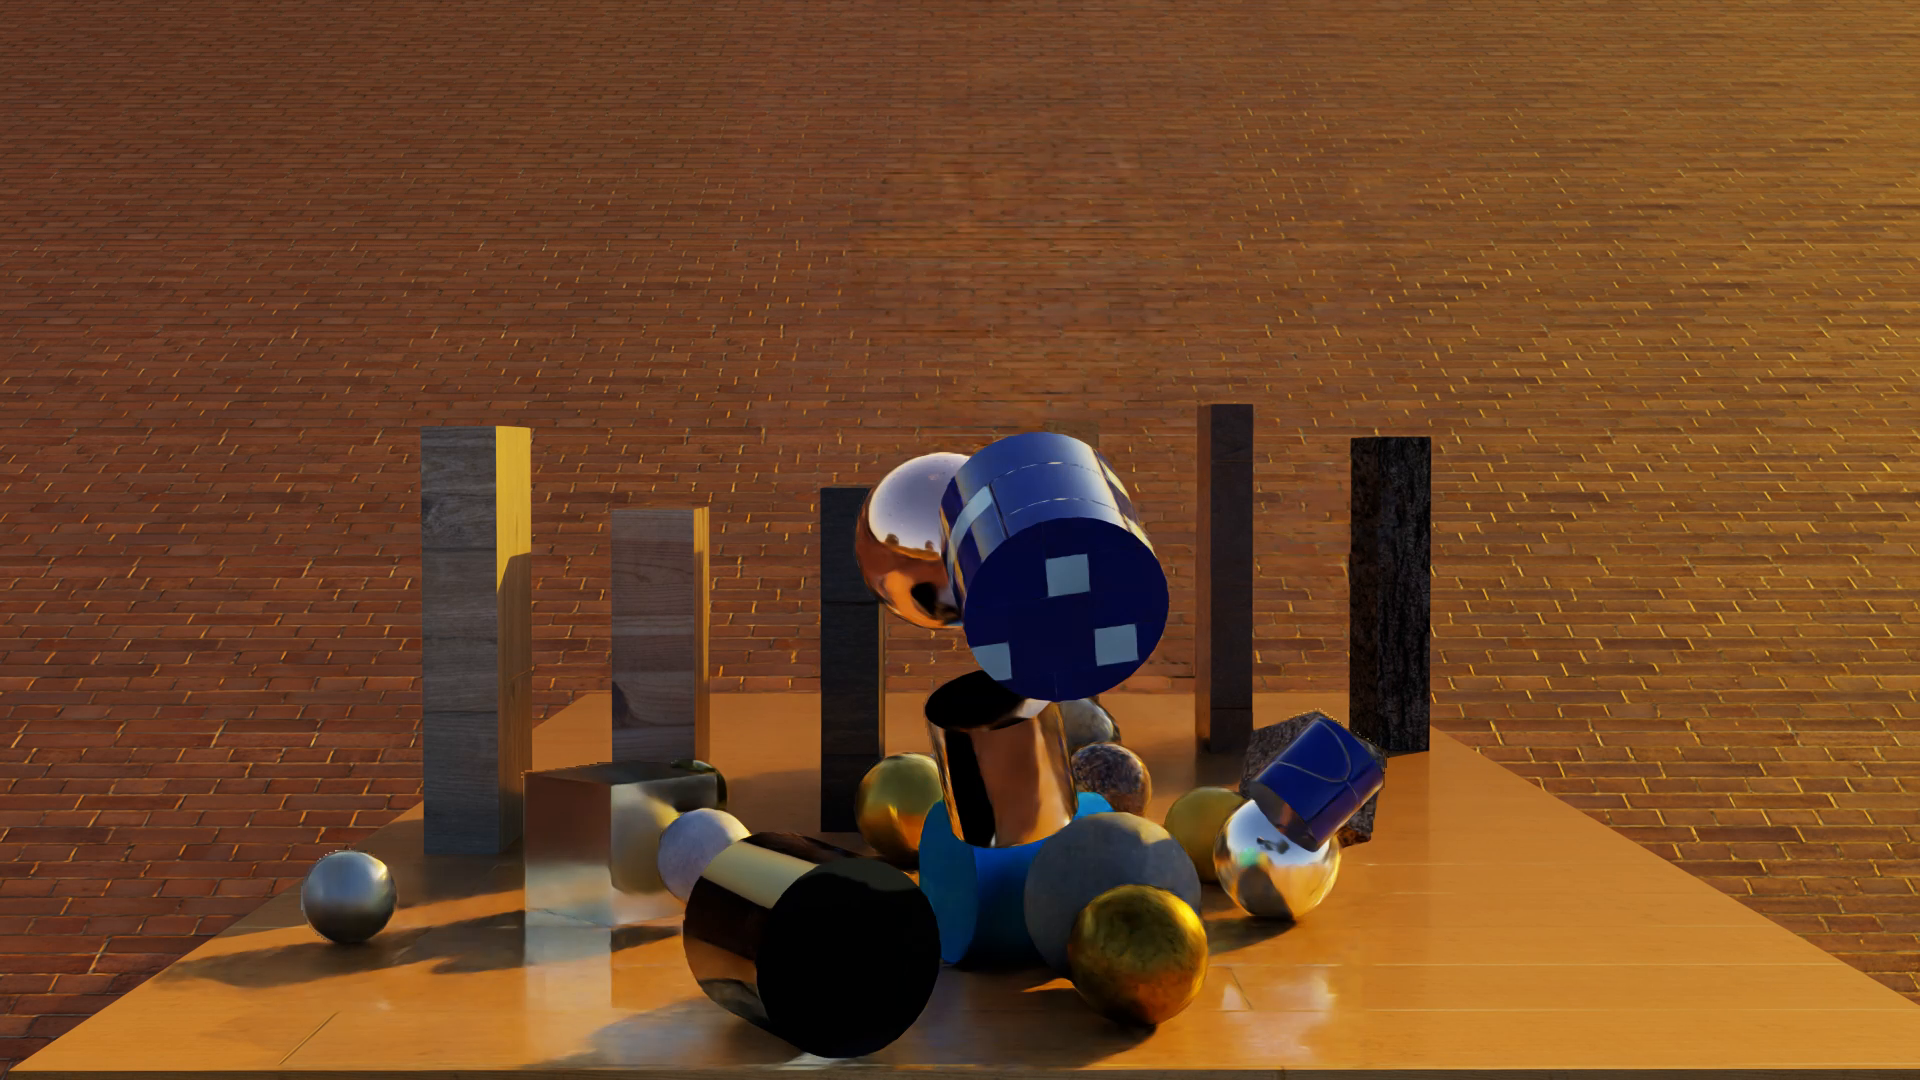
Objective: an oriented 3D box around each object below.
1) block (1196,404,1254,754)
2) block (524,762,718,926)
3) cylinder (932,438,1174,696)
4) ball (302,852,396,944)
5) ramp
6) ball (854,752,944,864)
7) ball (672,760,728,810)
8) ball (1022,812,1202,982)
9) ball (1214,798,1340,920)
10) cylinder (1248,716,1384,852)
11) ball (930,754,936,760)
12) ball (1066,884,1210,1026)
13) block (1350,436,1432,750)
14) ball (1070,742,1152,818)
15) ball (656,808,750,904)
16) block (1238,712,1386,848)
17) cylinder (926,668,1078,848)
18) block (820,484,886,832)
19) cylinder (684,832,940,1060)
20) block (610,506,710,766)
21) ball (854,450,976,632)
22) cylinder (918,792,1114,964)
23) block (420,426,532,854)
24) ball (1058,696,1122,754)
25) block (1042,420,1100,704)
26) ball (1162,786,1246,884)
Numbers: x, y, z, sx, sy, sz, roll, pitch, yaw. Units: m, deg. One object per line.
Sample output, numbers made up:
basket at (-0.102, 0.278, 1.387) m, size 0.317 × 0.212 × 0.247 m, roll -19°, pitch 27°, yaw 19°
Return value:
block at (0.550, 0.074, 5.380) m, size 0.086 × 0.709 × 0.316 m, roll 0°, pitch 2°, yaw 0°
block at (-0.454, 0.403, 3.451) m, size 0.182 × 0.182 × 0.182 m, roll 2°, pitch 3°, yaw 43°
cylinder at (0.089, 0.024, 2.575) m, size 0.201 × 0.201 × 0.201 m, roll -5°, pitch 21°, yaw -11°
ball at (-0.761, 0.445, 3.213) m, size 0.114 × 0.114 × 0.114 m, roll 0°, pitch 24°, yaw 0°
ramp at (0.056, 0.507, 4.550) m, size 2.000 × 0.100 × 4.000 m, roll 0°, pitch 2°, yaw 0°
ball at (-0.076, 0.396, 3.808) m, size 0.163 × 0.163 × 0.163 m, roll 0°, pitch 24°, yaw 0°
ball at (-0.430, 0.409, 4.135) m, size 0.115 × 0.115 × 0.115 m, roll 0°, pitch 24°, yaw 0°
ball at (0.173, 0.410, 2.919) m, size 0.203 × 0.203 × 0.203 m, roll 0°, pitch 24°, yaw 0°
ball at (0.414, 0.414, 3.373) m, size 0.165 × 0.165 × 0.165 m, roll 0°, pitch 24°, yaw 0°
cylinder at (0.420, 0.289, 3.048) m, size 0.113 × 0.113 × 0.113 m, roll -42°, pitch 39°, yaw -15°
ball at (0.010, 0.394, 3.951) m, size 0.167 × 0.167 × 0.167 m, roll 0°, pitch 24°, yaw 0°
ball at (0.190, 0.442, 2.746) m, size 0.151 × 0.151 × 0.151 m, roll 0°, pitch 24°, yaw 0°
block at (0.908, 0.104, 5.454) m, size 0.108 × 0.643 × 0.372 m, roll 0°, pitch 2°, yaw 0°
ball at (0.230, 0.396, 4.100) m, size 0.152 × 0.152 × 0.152 m, roll 0°, pitch 24°, yaw 0°
ball at (-0.330, 0.414, 3.355) m, size 0.129 × 0.129 × 0.129 m, roll 0°, pitch 24°, yaw 0°
block at (0.507, 0.355, 3.734) m, size 0.141 × 0.141 × 0.141 m, roll -24°, pitch 42°, yaw 50°
cylinder at (0.045, 0.231, 2.748) m, size 0.141 × 0.141 × 0.141 m, roll -10°, pitch 24°, yaw 4°
block at (-0.178, 0.186, 4.361) m, size 0.092 × 0.554 × 0.427 m, roll 0°, pitch 2°, yaw 0°
cylinder at (-0.157, 0.418, 2.684) m, size 0.204 × 0.204 × 0.204 m, roll -13°, pitch 7°, yaw -26°
block at (-0.499, 0.206, 4.314) m, size 0.134 × 0.519 × 0.257 m, roll 0°, pitch 2°, yaw 0°
ball at (-0.017, 0.001, 2.849) m, size 0.199 × 0.199 × 0.199 m, roll 0°, pitch 24°, yaw 0°
cylinder at (0.075, 0.408, 3.119) m, size 0.195 × 0.195 × 0.195 m, roll -1°, pitch 23°, yaw -22°
block at (-0.760, 0.147, 4.071) m, size 0.114 × 0.652 × 0.314 m, roll 0°, pitch 2°, yaw 0°
ball at (0.199, 0.366, 4.601) m, size 0.178 × 0.178 × 0.178 m, roll 0°, pitch 24°, yaw 0°
block at (0.231, 0.091, 5.383) m, size 0.105 × 0.676 × 0.301 m, roll 0°, pitch 2°, yaw 0°
ball at (0.356, 0.417, 3.645) m, size 0.140 × 0.140 × 0.140 m, roll 0°, pitch 24°, yaw 0°
